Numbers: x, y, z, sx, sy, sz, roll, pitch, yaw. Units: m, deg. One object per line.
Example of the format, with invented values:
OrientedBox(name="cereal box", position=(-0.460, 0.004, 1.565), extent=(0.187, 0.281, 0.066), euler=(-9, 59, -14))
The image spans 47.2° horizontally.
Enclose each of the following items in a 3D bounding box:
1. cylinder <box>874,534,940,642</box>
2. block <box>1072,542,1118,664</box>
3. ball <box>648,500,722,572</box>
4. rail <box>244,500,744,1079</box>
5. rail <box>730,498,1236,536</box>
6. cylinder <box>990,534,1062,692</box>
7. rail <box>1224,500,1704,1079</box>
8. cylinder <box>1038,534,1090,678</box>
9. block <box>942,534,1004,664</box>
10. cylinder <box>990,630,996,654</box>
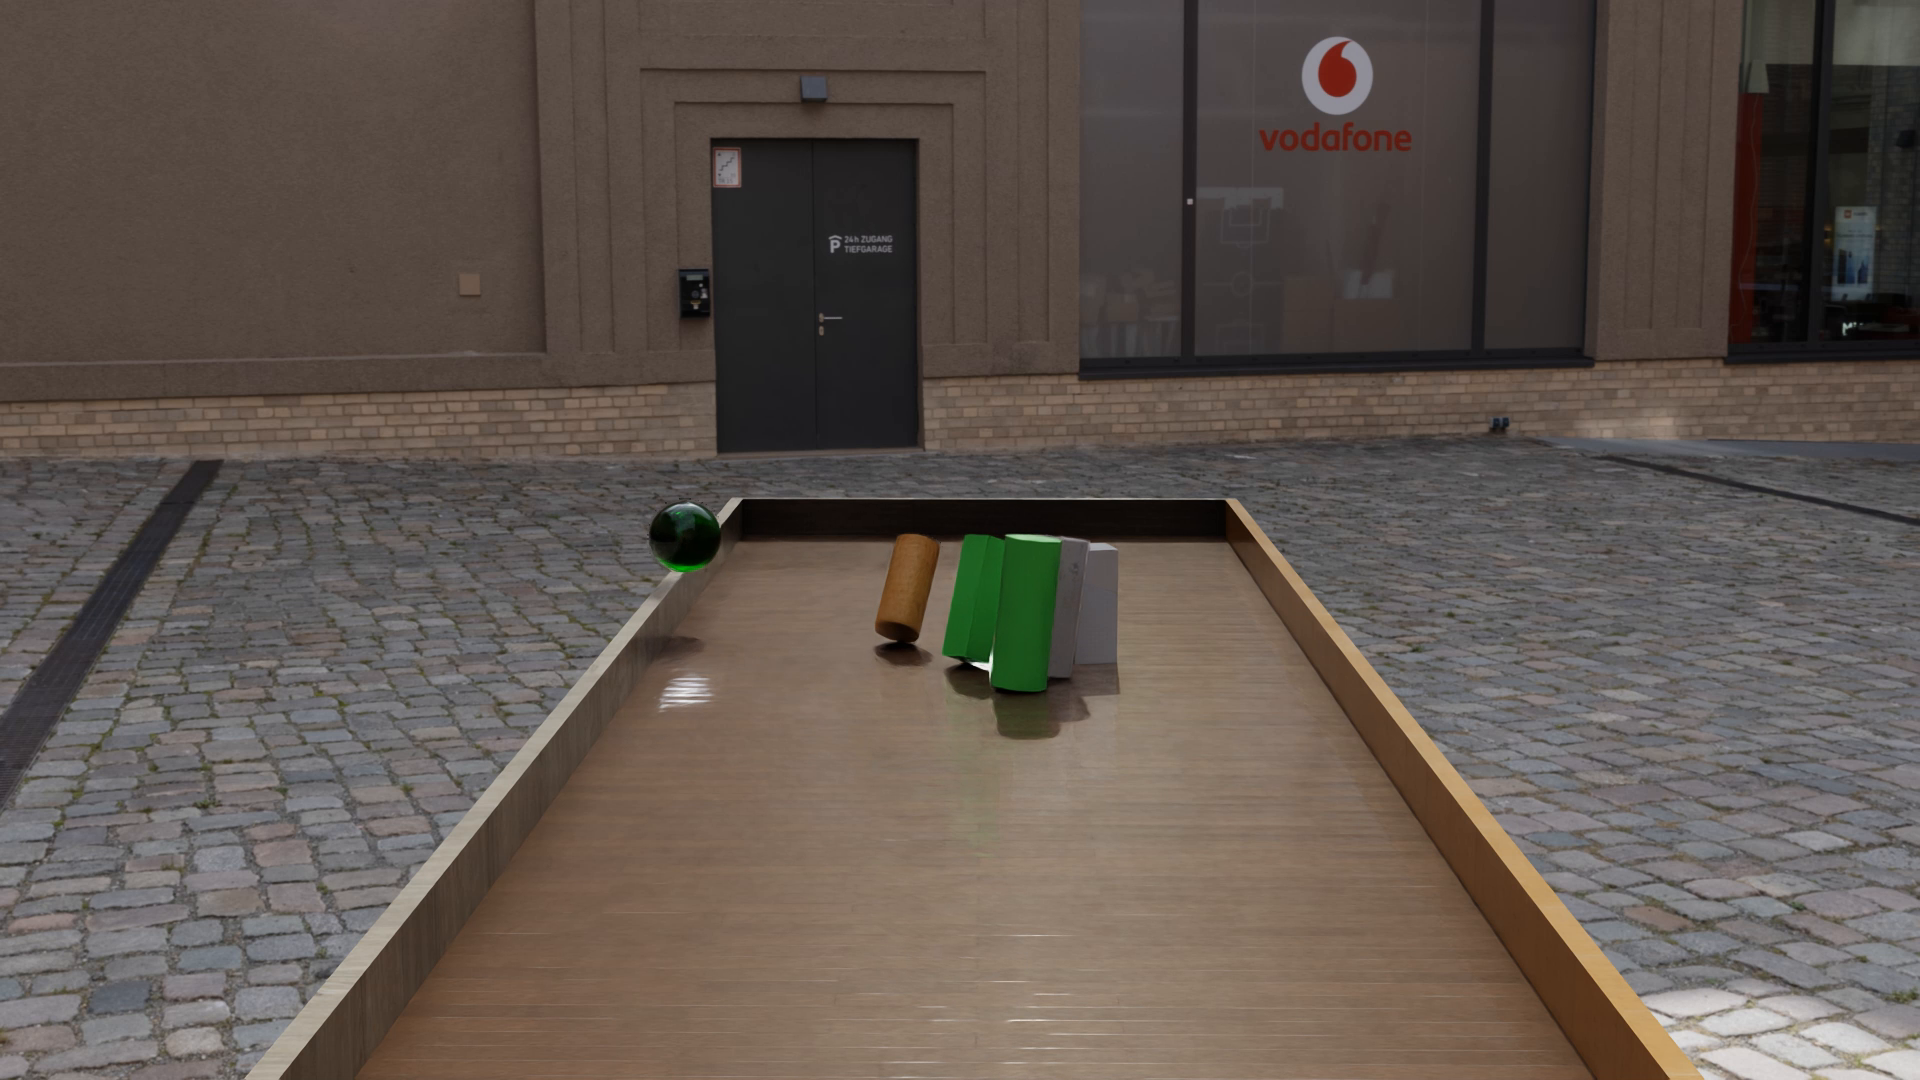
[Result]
OrientedBox(name="cylinder", position=(-0.166, 0.152, 6.973), extent=(0.144, 0.314, 0.144), euler=(11, -26, 5))
OrientedBox(name="block", position=(0.397, 0.192, 6.688), extent=(0.132, 0.347, 0.132), euler=(-2, 9, -13))
OrientedBox(name="ball", position=(-0.898, -0.010, 7.181), extent=(0.236, 0.236, 0.236), euler=(0, 9, 0))
OrientedBox(name="rail", position=(-1.004, 0.839, 3.234), extent=(0.050, 0.150, 12.000), euler=(0, 9, 1))
OrientedBox(name="rail", position=(0.099, -0.098, 9.147), extent=(2.100, 0.150, 0.050), euler=(0, 9, 1))
OrientedBox(name="cylinder", position=(0.188, 0.206, 6.287), extent=(0.162, 0.430, 0.162), euler=(6, 7, -1))
OrientedBox(name="rail", position=(1.046, 0.843, 3.208), extent=(0.050, 0.150, 12.000), euler=(0, 9, 1))
OrientedBox(name="cylinder", position=(0.270, 0.192, 6.447), extent=(0.166, 0.401, 0.166), euler=(8, 3, 0))
OrientedBox(name="block", position=(0.050, 0.177, 6.631), extent=(0.101, 0.374, 0.101), euler=(1, -13, 46))
OrientedBox(name="cylinder", position=(0.130, 0.186, 6.719), extent=(0.131, 0.325, 0.131), euler=(13, -7, 2))
